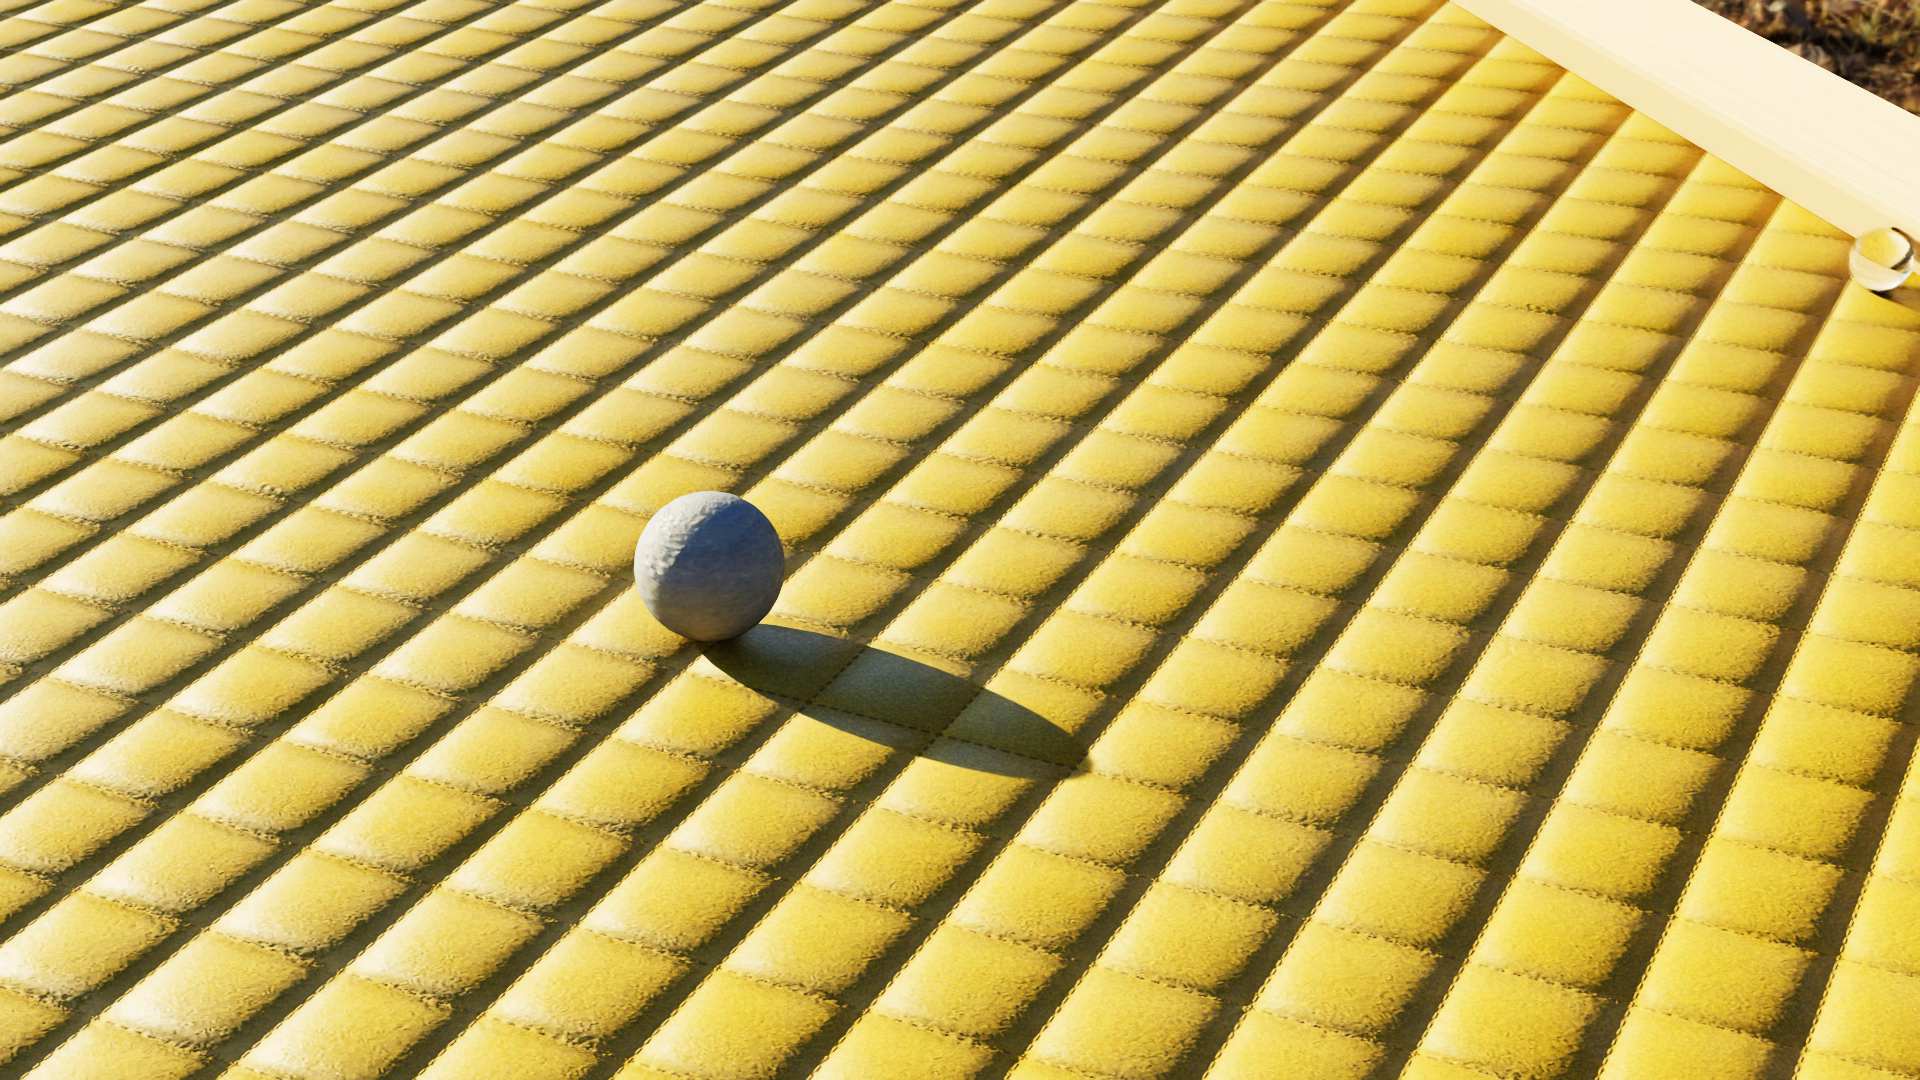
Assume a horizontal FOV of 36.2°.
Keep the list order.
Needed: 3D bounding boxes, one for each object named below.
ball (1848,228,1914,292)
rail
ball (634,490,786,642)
[{"bbox_3d":[0.744,-0.226,2.377,0.051,0.051,0.051,0,27,0],"label":"ball"},{"bbox_3d":[0.568,-0.529,2.886,0.045,0.124,3.439,-9,28,-17],"label":"rail"},{"bbox_3d":[-0.158,0.017,1.852,0.095,0.095,0.095,0,27,0],"label":"ball"}]
